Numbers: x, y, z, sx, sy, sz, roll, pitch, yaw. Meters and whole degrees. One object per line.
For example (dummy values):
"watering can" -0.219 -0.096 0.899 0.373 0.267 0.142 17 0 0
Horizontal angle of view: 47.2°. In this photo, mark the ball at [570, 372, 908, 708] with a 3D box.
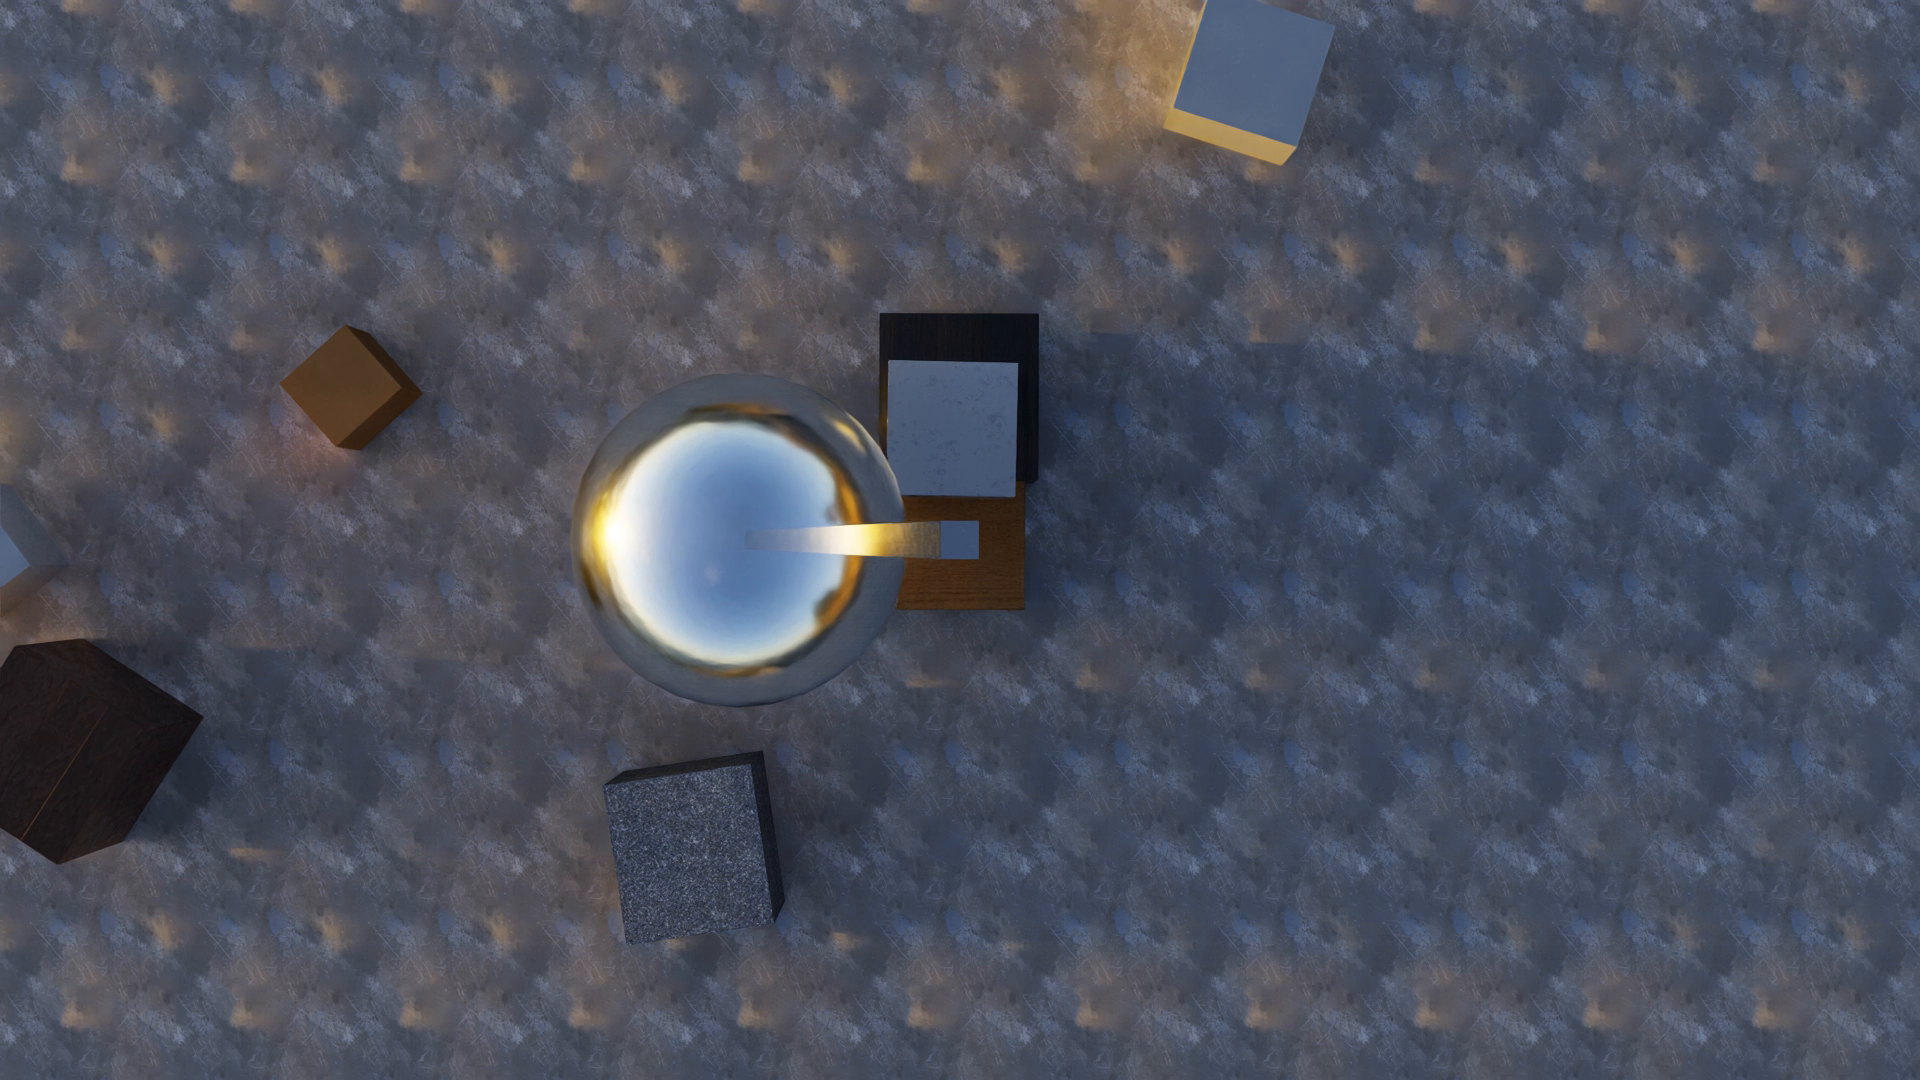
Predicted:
"ball" -1.047 0.000 10.476 1.600 1.600 1.600 0 90 0

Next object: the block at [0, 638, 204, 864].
"block" -5.066 1.182 12.530 0.853 0.940 0.880 33 90 0

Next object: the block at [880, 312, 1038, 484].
"block" -0.005 -0.793 12.561 0.879 0.878 0.914 0 90 0

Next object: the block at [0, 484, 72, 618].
"block" -5.669 0.089 12.709 0.606 0.582 0.595 -37 90 0

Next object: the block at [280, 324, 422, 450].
"block" -3.521 -0.877 12.749 0.504 0.501 0.483 -42 90 0

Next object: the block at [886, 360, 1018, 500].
"block" -0.041 -0.578 11.763 0.671 0.717 0.695 1 90 0

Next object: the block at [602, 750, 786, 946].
"block" -1.510 1.750 12.613 0.830 0.773 0.900 -8 90 0

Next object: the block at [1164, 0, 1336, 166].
"block" 1.659 -2.665 12.695 0.733 0.610 0.717 18 90 0

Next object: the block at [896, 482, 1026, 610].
"block" 0.004 0.031 12.709 0.727 0.581 0.729 0 90 0

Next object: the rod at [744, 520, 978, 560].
"rod" -0.454 0.000 7.128 0.080 5.200 0.080 0 90 -10
